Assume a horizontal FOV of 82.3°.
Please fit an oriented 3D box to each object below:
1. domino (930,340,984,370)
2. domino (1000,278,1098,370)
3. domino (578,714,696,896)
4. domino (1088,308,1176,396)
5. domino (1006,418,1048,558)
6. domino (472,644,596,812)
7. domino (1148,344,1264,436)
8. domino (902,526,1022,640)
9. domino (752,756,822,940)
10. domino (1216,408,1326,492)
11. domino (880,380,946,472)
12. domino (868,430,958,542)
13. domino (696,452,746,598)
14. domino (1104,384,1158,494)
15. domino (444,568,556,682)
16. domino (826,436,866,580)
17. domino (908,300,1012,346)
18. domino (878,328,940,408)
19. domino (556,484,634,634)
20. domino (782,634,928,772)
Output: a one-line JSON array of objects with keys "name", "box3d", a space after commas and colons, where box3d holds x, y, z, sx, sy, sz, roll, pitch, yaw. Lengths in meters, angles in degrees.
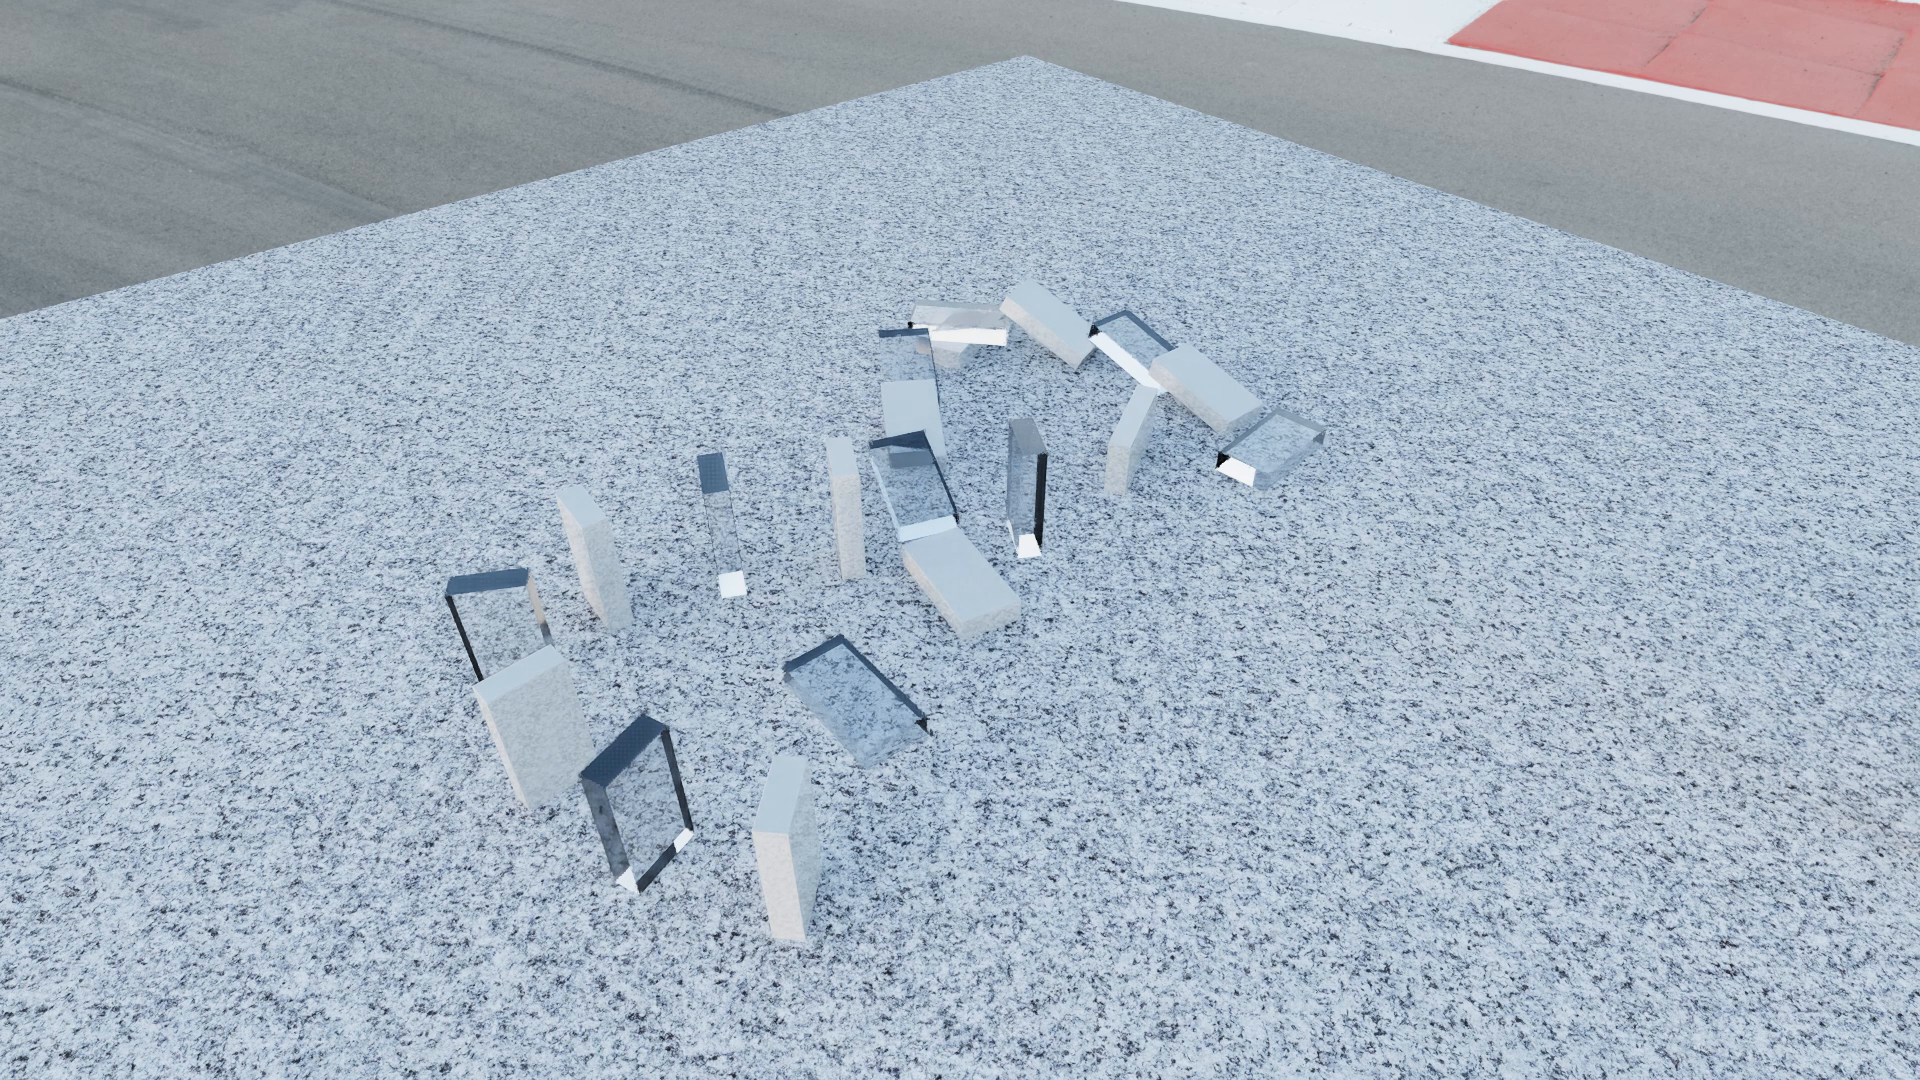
[{"name": "domino", "box3d": [0.000, -0.108, 0.575, 0.025, 0.009, 0.050, 17, 42, 19]}, {"name": "domino", "box3d": [0.047, -0.111, 0.562, 0.050, 0.010, 0.025, 39, 48, 5]}, {"name": "domino", "box3d": [-0.092, 0.077, 0.318, 0.009, 0.050, 0.025, 20, 43, 22]}, {"name": "domino", "box3d": [0.091, -0.094, 0.550, 0.025, 0.010, 0.050, -27, 59, -29]}, {"name": "domino", "box3d": [0.026, -0.020, 0.436, 0.010, 0.050, 0.025, -6, 40, -8]}, {"name": "domino", "box3d": [-0.130, 0.059, 0.340, 0.025, 0.050, 0.009, -32, 49, -33]}, {"name": "domino", "box3d": [0.117, -0.072, 0.523, 0.025, 0.009, 0.050, -27, 59, -29]}, {"name": "domino", "box3d": [0.000, 0.016, 0.424, 0.025, 0.010, 0.050, -19, 43, -21]}, {"name": "domino", "box3d": [-0.047, 0.086, 0.306, 0.010, 0.050, 0.025, 3, 39, 4]}, {"name": "domino", "box3d": [0.140, -0.041, 0.494, 0.025, 0.009, 0.050, 31, 48, 32]}, {"name": "domino", "box3d": [-0.021, -0.052, 0.499, 0.025, 0.010, 0.050, -5, 51, -6]}, {"name": "domino", "box3d": [-0.020, -0.023, 0.464, 0.025, 0.009, 0.050, -13, 52, -12]}, {"name": "domino", "box3d": [-0.090, -0.005, 0.418, 0.009, 0.050, 0.025, -10, 40, -12]}, {"name": "domino", "box3d": [0.076, -0.045, 0.486, 0.009, 0.025, 0.050, 14, 41, 16]}, {"name": "domino", "box3d": [-0.153, 0.033, 0.372, 0.025, 0.050, 0.010, -7, 40, -8]}, {"name": "domino", "box3d": [-0.044, -0.012, 0.426, 0.009, 0.050, 0.025, -8, 40, -9]}, {"name": "domino", "box3d": [0.000, -0.112, 0.565, 0.050, 0.010, 0.025, 5, 40, 7]}, {"name": "domino", "box3d": [-0.025, -0.083, 0.537, 0.025, 0.010, 0.050, -5, 51, -6]}, {"name": "domino", "box3d": [-0.133, 0.007, 0.403, 0.009, 0.050, 0.025, -25, 46, -27]}, {"name": "domino", "box3d": [-0.036, 0.055, 0.377, 0.025, 0.010, 0.050, -27, 47, -29]}]
